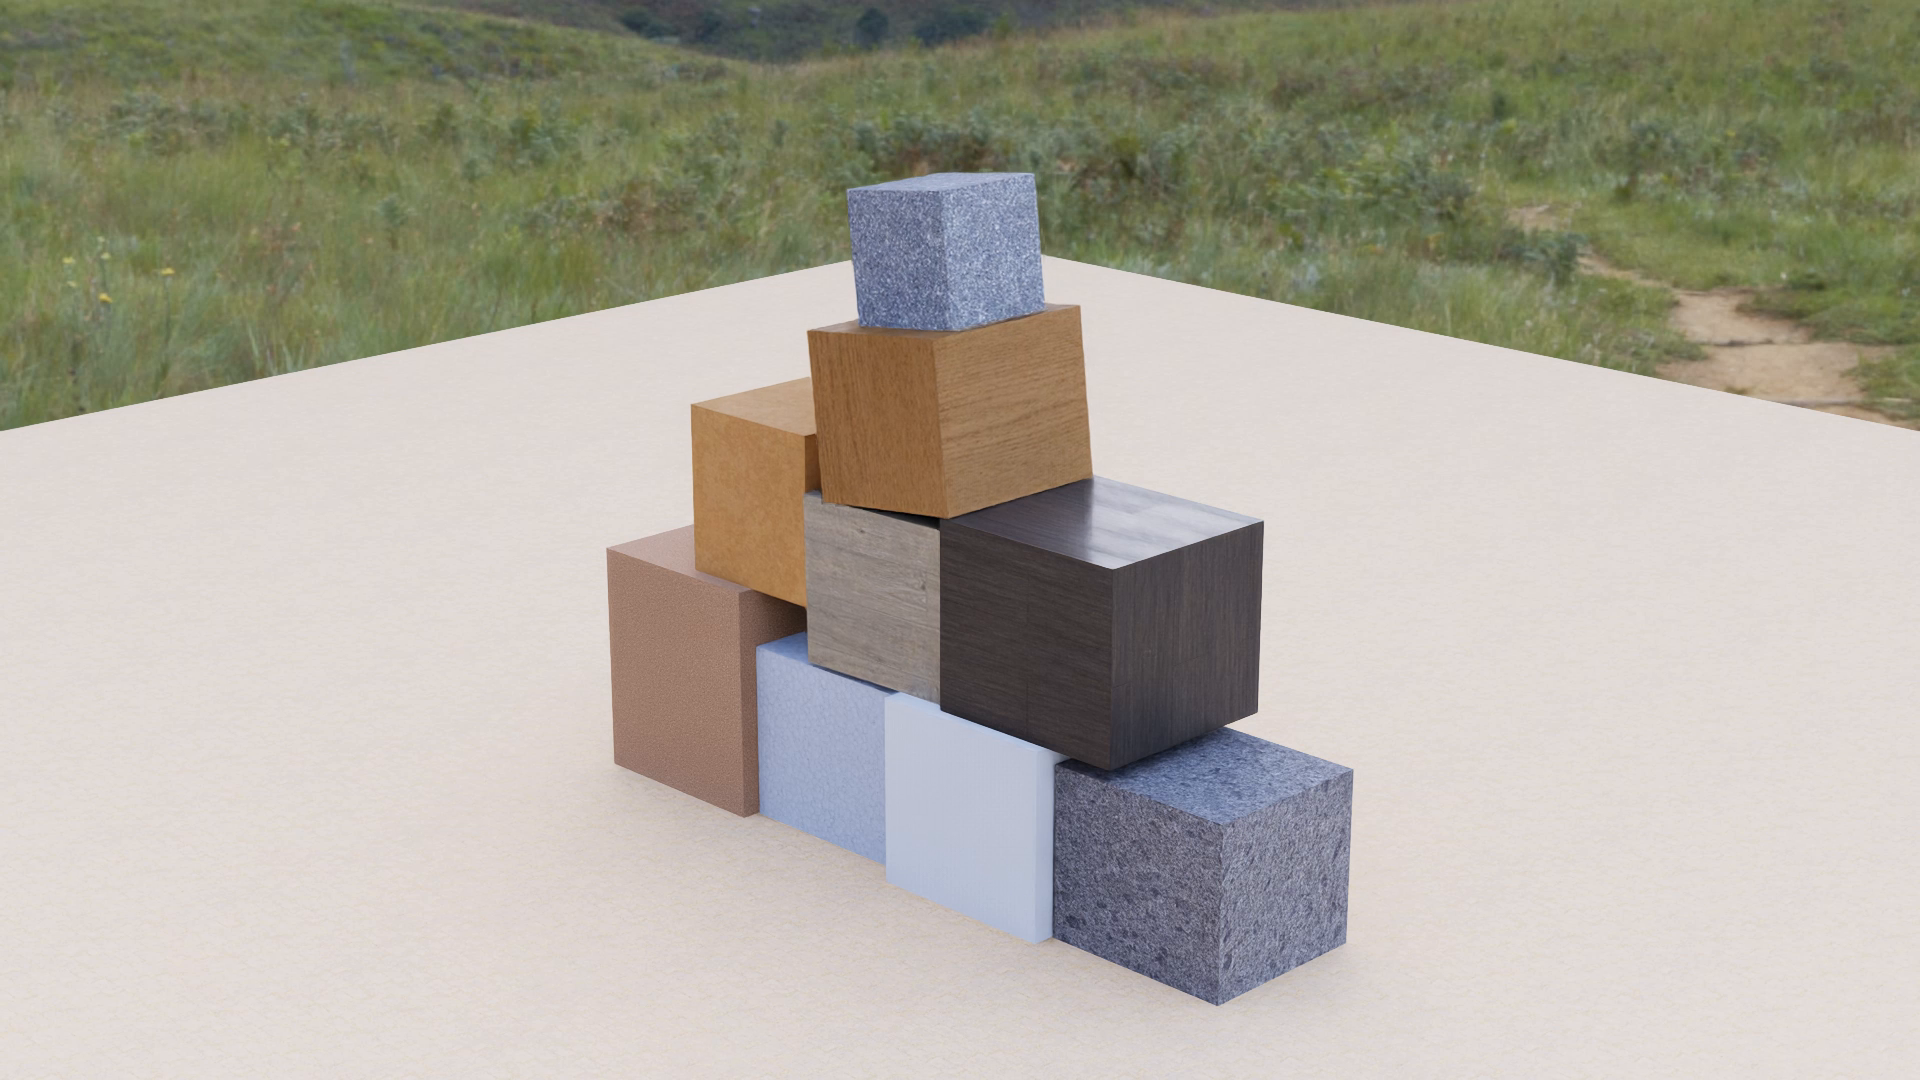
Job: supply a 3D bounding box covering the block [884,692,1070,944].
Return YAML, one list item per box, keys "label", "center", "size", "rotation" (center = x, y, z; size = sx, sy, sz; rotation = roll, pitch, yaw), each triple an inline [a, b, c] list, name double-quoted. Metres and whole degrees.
- label: "block"
  center: [0.379, 1.116, 13.299]
  size: [1.088, 0.896, 0.937]
  rotation: [-17, 24, -42]

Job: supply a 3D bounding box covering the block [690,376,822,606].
- label: "block"
  center: [-0.695, -0.253, 13.976]
  size: [0.833, 0.822, 0.801]
  rotation: [-17, 24, -42]

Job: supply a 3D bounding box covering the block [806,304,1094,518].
- label: "block"
  center: [-0.039, -0.612, 13.182]
  size: [0.925, 0.783, 0.808]
  rotation: [-17, 17, -42]

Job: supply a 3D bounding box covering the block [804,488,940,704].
- label: "block"
  center: [-0.083, 0.171, 13.476]
  size: [0.871, 0.809, 0.902]
  rotation: [-17, 23, -42]

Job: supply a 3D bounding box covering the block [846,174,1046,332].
- label: "block"
  center: [-0.061, -1.284, 12.993]
  size: [0.587, 0.607, 0.593]
  rotation: [-17, 17, -42]

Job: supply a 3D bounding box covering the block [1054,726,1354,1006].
- label: "block"
  center: [1.044, 1.358, 12.667]
  size: [0.863, 0.813, 0.940]
  rotation: [-17, 24, -42]

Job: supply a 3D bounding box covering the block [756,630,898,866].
- label: "block"
  center: [-0.302, 0.924, 13.978]
  size: [0.879, 0.855, 1.002]
  rotation: [-17, 24, -42]

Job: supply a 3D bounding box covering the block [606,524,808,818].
- label: "block"
  center: [-1.035, 0.581, 14.596]
  size: [1.002, 1.140, 0.994]
  rotation: [-17, 24, -42]

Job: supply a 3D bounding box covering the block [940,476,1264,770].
- label: "block"
  center: [0.613, 0.334, 12.813]
  size: [0.973, 0.888, 1.010]
  rotation: [-17, 24, -42]
